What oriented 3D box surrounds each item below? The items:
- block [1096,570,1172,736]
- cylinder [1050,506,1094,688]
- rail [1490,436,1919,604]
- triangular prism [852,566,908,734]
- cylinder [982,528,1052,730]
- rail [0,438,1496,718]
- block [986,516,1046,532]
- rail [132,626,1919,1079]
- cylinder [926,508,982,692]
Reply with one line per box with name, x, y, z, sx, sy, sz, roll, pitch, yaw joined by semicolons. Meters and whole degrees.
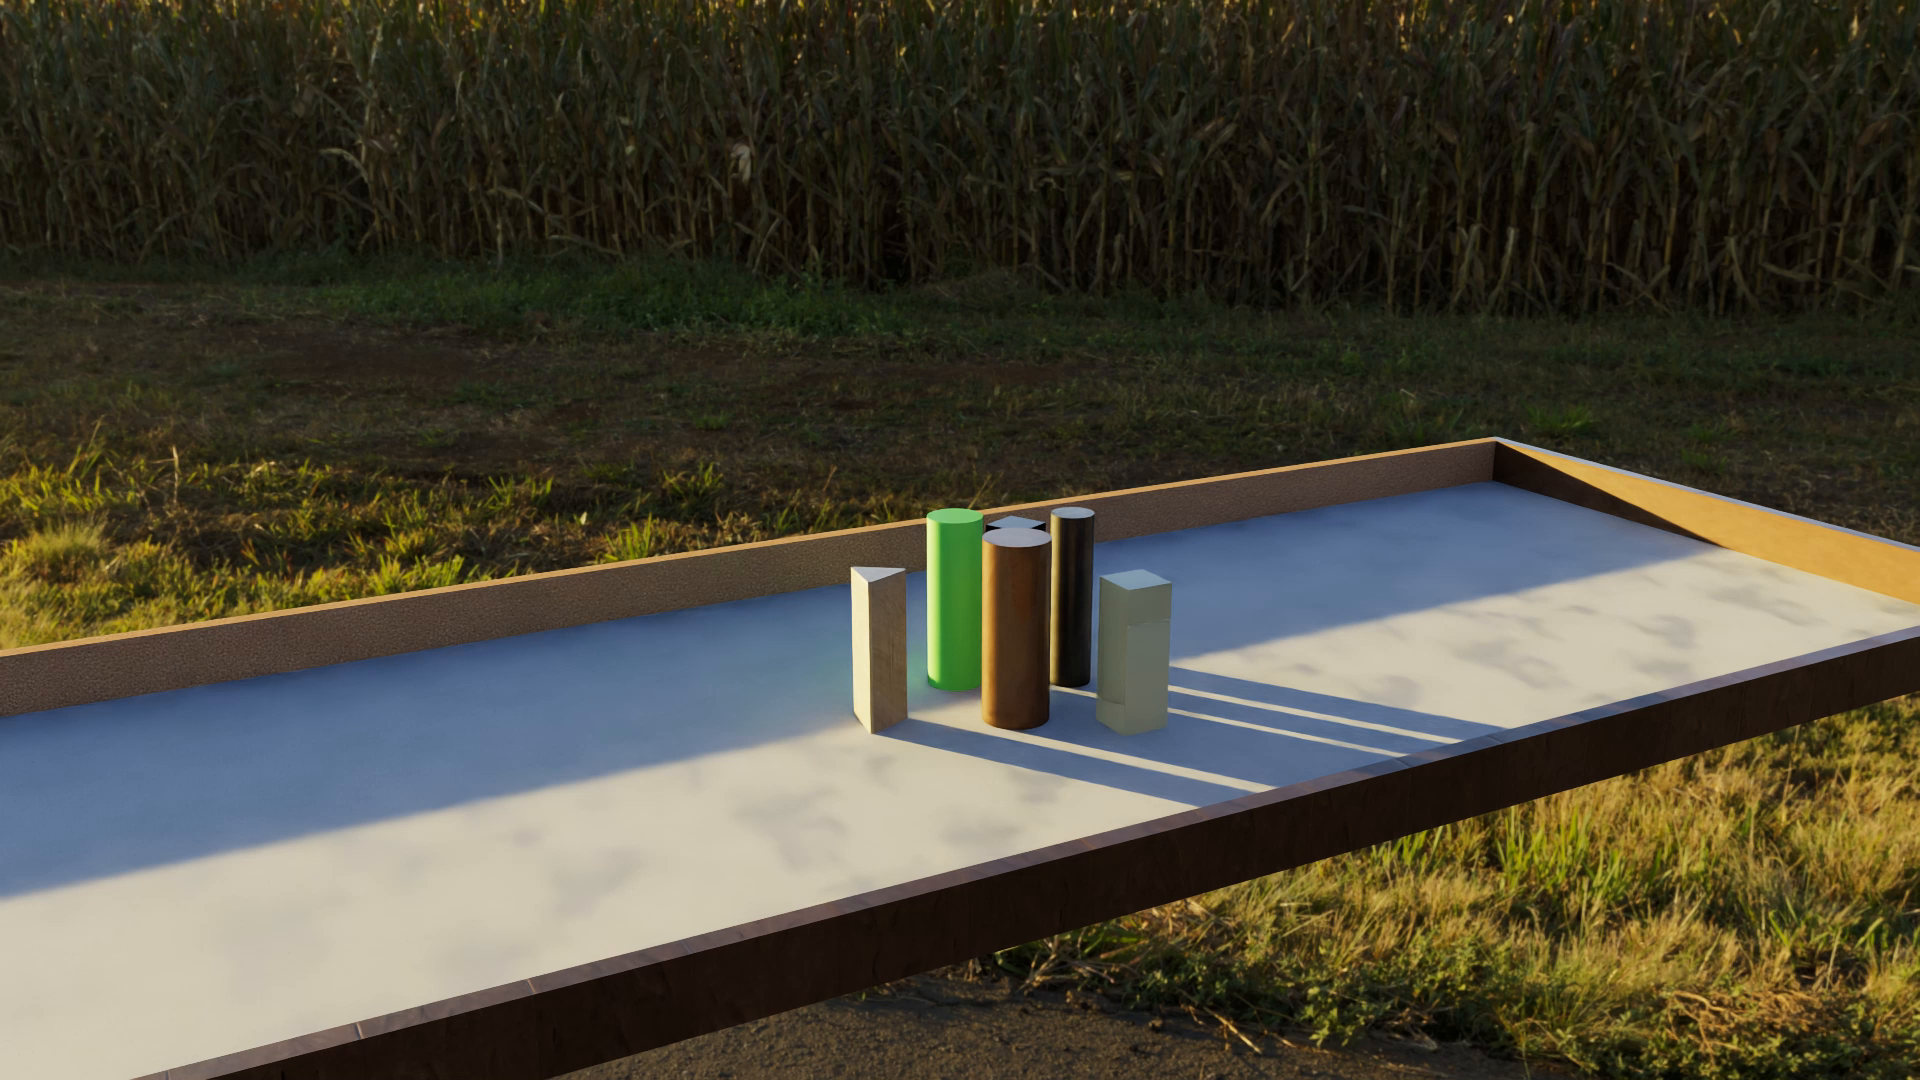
block;0.403;0.261;3.837;0.119;0.355;0.119;-8;18;-27
cylinder;0.275;0.143;4.094;0.107;0.437;0.107;0;16;0
rail;2.466;-0.048;5.253;0.050;0.150;2.100;-9;18;-27
triangular prism;-0.208;0.249;3.853;0.110;0.369;0.126;12;20;36
cylinder;0.131;0.207;3.861;0.162;0.445;0.162;0;16;0
rail;-3.305;0.497;3.399;12.000;0.150;0.050;-9;18;-27
block;0.146;0.120;4.341;0.112;0.341;0.112;12;20;36
rail;-2.336;1.006;1.665;12.000;0.150;0.050;-9;18;-27
cylinder;-0.012;0.148;4.086;0.137;0.432;0.137;0;16;0
